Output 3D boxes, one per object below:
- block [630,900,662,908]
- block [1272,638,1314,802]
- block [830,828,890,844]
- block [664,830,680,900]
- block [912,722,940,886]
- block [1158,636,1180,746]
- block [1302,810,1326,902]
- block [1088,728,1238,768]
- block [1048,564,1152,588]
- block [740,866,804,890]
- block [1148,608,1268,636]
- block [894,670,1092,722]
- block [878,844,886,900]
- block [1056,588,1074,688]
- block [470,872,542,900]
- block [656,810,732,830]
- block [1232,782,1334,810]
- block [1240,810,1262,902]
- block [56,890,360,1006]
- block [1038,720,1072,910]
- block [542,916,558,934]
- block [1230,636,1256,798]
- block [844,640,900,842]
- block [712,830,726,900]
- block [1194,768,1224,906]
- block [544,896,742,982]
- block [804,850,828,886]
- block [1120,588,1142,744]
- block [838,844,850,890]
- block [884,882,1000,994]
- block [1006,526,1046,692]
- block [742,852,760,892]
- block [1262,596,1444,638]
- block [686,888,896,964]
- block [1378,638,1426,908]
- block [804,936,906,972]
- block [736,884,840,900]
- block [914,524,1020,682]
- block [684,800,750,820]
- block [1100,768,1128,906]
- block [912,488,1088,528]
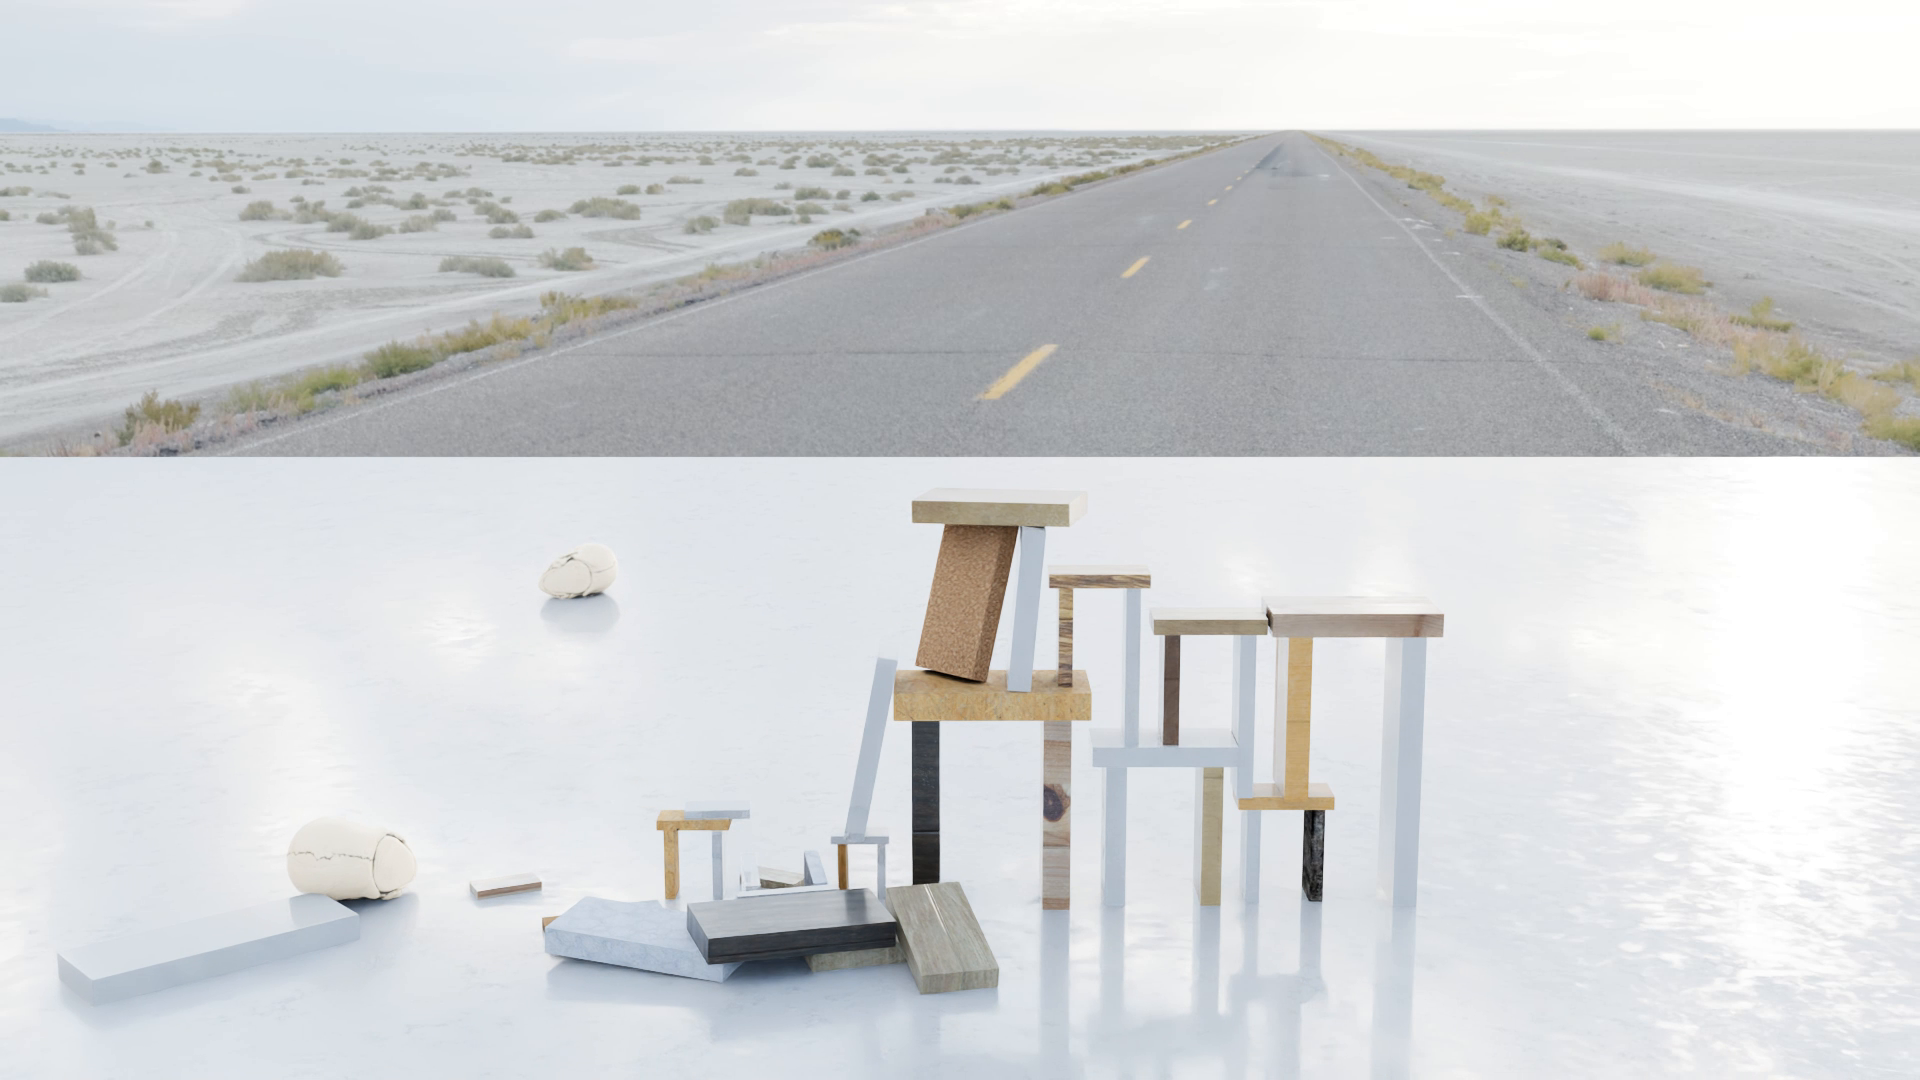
[{"bbox_3d":[-0.536,0.603,3.556,0.107,0.015,0.054,-4,11,-20],"label":"block"},{"bbox_3d":[0.546,0.278,3.614,0.039,0.274,0.137,0,11,0],"label":"block"},{"bbox_3d":[-0.165,0.490,3.642,0.096,0.014,0.048,0,11,0],"label":"block"},{"bbox_3d":[-0.480,0.531,3.660,0.017,0.119,0.059,0,11,0],"label":"block"},{"bbox_3d":[-0.055,0.433,3.642,0.045,0.319,0.159,0,11,0],"label":"block"},{"bbox_3d":[0.343,0.235,3.602,0.026,0.184,0.092,0,11,0],"label":"block"},{"bbox_3d":[0.587,0.513,3.655,0.022,0.157,0.079,0,11,0],"label":"block"},{"bbox_3d":[0.333,0.342,3.624,0.236,0.033,0.118,0,11,0],"label":"block"},{"bbox_3d":[0.225,0.059,3.574,0.164,0.023,0.082,0,11,0],"label":"block"},{"bbox_3d":[-0.313,0.573,3.717,0.107,0.015,0.054,5,12,26],"label":"block"},{"bbox_3d":[0.404,0.132,3.583,0.184,0.026,0.092,0,11,0],"label":"block"},{"bbox_3d":[0.052,0.254,3.609,0.319,0.045,0.159,0,11,0],"label":"block"},{"bbox_3d":[-0.130,0.543,3.657,0.014,0.096,0.048,0,11,0],"label":"block"},{"bbox_3d":[0.171,0.151,3.591,0.023,0.164,0.082,0,11,0],"label":"block"},{"bbox_3d":[-0.761,0.579,3.683,0.109,0.015,0.054,-5,12,-26],"label":"block"},{"bbox_3d":[-0.440,0.465,3.647,0.119,0.017,0.059,0,11,0],"label":"block"},{"bbox_3d":[0.535,0.424,3.638,0.157,0.022,0.079,0,11,0],"label":"block"},{"bbox_3d":[0.482,0.513,3.655,0.022,0.158,0.079,0,11,0],"label":"block"},{"bbox_3d":[-1.149,0.623,3.377,0.415,0.041,0.145,-9,14,-40],"label":"block"},{"bbox_3d":[0.157,0.433,3.642,0.045,0.319,0.159,0,11,0],"label":"block"},{"bbox_3d":[-0.626,0.619,3.472,0.054,0.015,0.109,-3,11,-17],"label":"block"},{"bbox_3d":[0.465,0.279,3.611,0.026,0.273,0.092,0,11,0],"label":"block"},{"bbox_3d":[-0.144,0.330,3.614,0.034,0.311,0.118,11,10,-1],"label":"block"},{"bbox_3d":[-0.400,0.531,3.659,0.017,0.119,0.059,0,11,0],"label":"block"},{"bbox_3d":[0.412,0.474,3.648,0.033,0.236,0.118,0,11,0],"label":"block"},{"bbox_3d":[-0.474,0.613,3.386,0.291,0.041,0.145,6,12,15],"label":"block"},{"bbox_3d":[-0.234,0.568,3.568,0.023,0.081,0.161,-2,11,-9],"label":"block"},{"bbox_3d":[0.280,0.198,3.599,0.023,0.258,0.082,0,11,0],"label":"block"},{"bbox_3d":[-0.194,0.543,3.656,0.014,0.096,0.048,-1,11,1],"label":"block"},{"bbox_3d":[-0.030,0.603,3.350,0.118,0.034,0.237,-3,25,-15],"label":"block"},{"bbox_3d":[0.106,0.103,3.575,0.037,0.263,0.131,5,10,-1],"label":"block"},{"bbox_3d":[-0.338,0.570,3.554,0.023,0.081,0.161,-2,11,-8],"label":"block"},{"bbox_3d":[0.637,0.125,3.585,0.274,0.039,0.137,0,11,0],"label":"block"},{"bbox_3d":[-0.258,0.587,3.354,0.291,0.041,0.145,-2,12,-19],"label":"block"},{"bbox_3d":[0.728,0.367,3.630,0.039,0.453,0.137,0,11,0],"label":"block"},{"bbox_3d":[-0.126,0.621,3.411,0.237,0.034,0.118,-3,11,-16],"label":"block"},{"bbox_3d":[-0.271,0.589,3.455,0.161,0.081,0.023,-2,11,-13],"label":"block"},{"bbox_3d":[0.011,0.093,3.638,0.131,0.263,0.037,10,-3,43],"label":"block"},{"bbox_3d":[-0.402,0.448,3.649,0.107,0.015,0.054,-1,11,-4],"label":"block"},{"bbox_3d":[0.254,0.474,3.648,0.033,0.236,0.118,0,11,0],"label":"block"},{"bbox_3d":[0.066,-0.054,3.597,0.263,0.037,0.131,2,11,16],"label":"block"}]
